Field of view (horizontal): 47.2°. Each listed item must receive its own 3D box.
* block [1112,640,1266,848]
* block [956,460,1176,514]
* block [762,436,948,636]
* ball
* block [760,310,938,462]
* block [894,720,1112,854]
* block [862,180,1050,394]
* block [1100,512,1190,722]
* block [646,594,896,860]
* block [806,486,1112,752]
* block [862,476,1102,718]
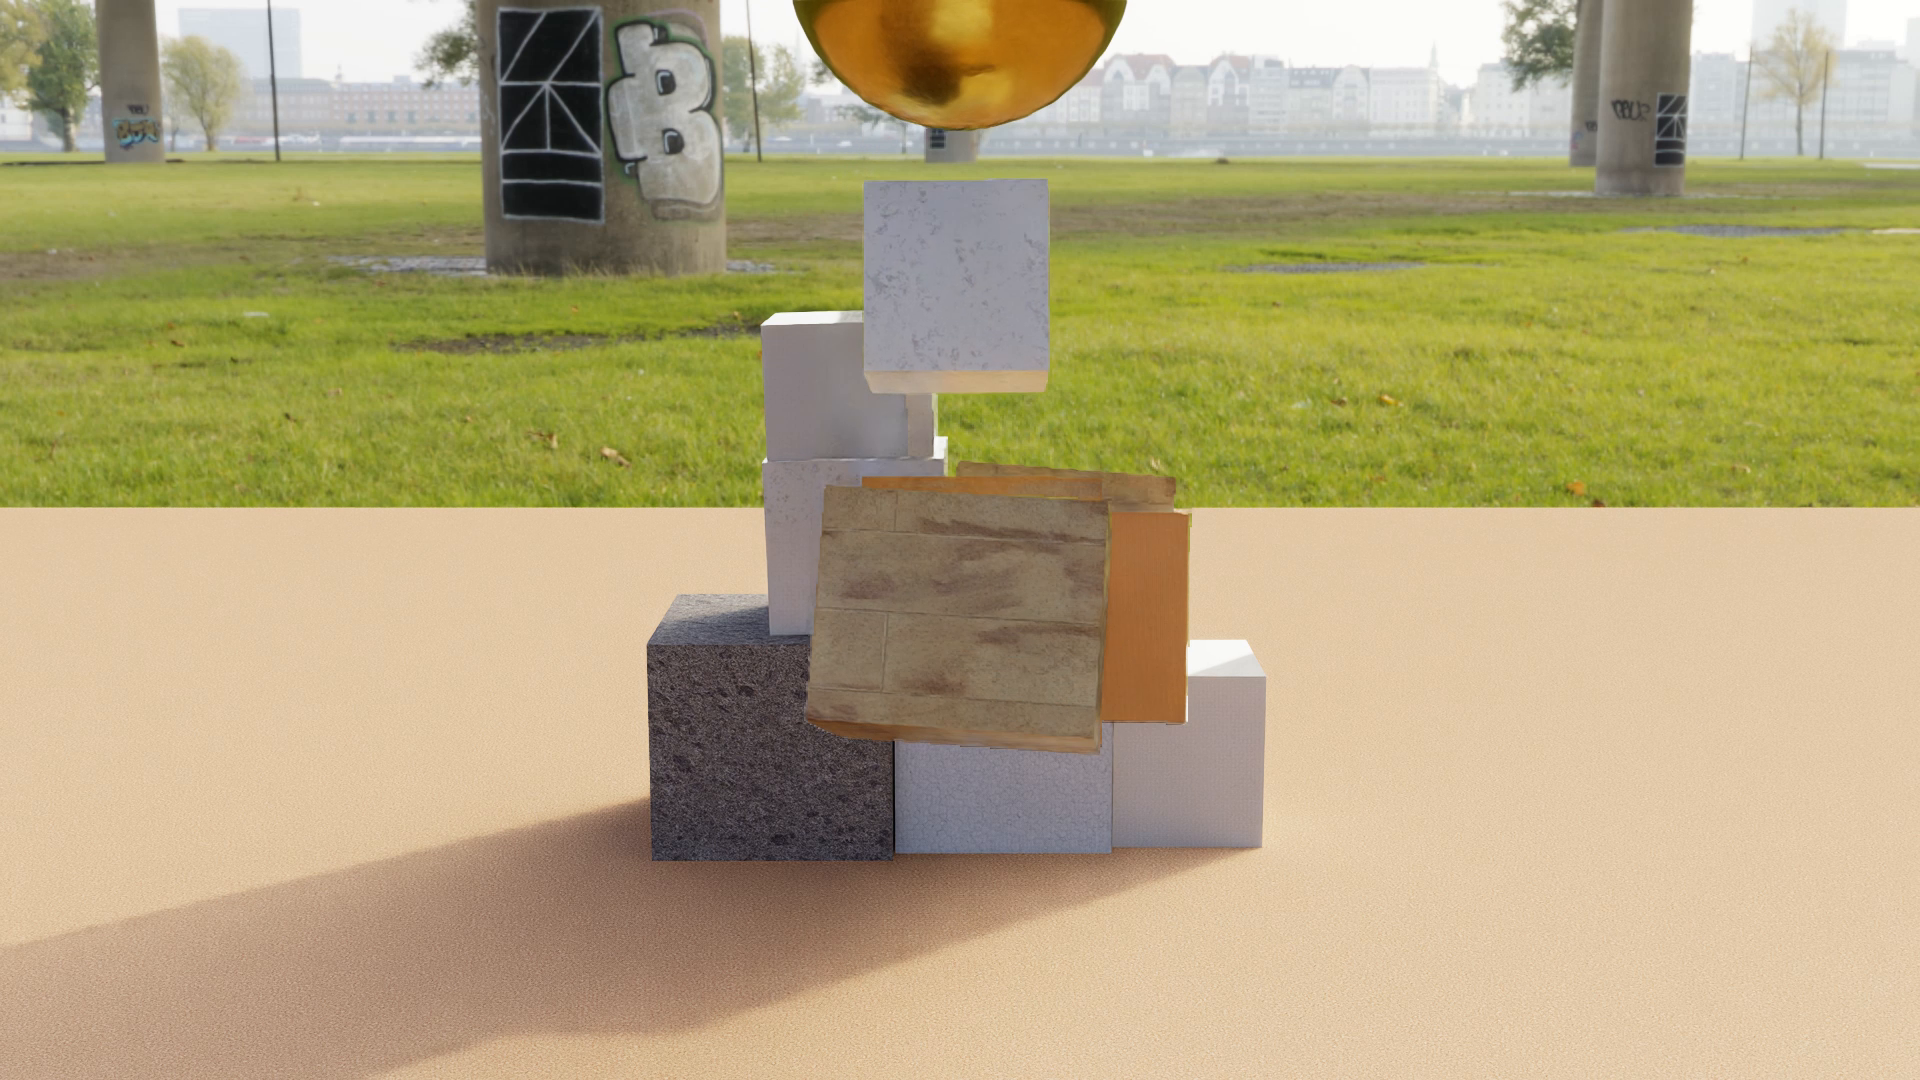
[{"bbox_3d":[1.143,1.039,11.382,0.756,0.884,0.807,0,10,0],"label":"block"},{"bbox_3d":[0.461,0.144,10.256,0.976,0.907,0.951,4,-1,3],"label":"block"},{"bbox_3d":[-0.501,-0.034,11.152,0.882,0.863,0.801,-2,10,1],"label":"block"},{"bbox_3d":[0.000,-2.668,9.961,1.600,1.600,1.600,0,10,0],"label":"ball"},{"bbox_3d":[-0.537,-0.787,11.022,0.817,0.666,0.747,-2,10,1],"label":"block"},{"bbox_3d":[0.217,0.925,11.366,1.076,1.113,1.008,0,10,0],"label":"block"},{"bbox_3d":[-0.012,-0.990,8.702,0.707,0.735,0.639,0,-4,1],"label":"block"},{"bbox_3d":[0.449,0.315,9.236,0.934,0.828,0.958,1,-2,1],"label":"block"},{"bbox_3d":[-0.926,0.937,11.353,1.189,1.094,1.214,0,10,0],"label":"block"},{"bbox_3d":[0.024,0.275,7.127,0.880,0.727,0.804,3,-8,5],"label":"block"},{"bbox_3d":[0.063,0.223,8.201,0.852,0.848,0.906,0,-3,-2],"label":"block"}]
